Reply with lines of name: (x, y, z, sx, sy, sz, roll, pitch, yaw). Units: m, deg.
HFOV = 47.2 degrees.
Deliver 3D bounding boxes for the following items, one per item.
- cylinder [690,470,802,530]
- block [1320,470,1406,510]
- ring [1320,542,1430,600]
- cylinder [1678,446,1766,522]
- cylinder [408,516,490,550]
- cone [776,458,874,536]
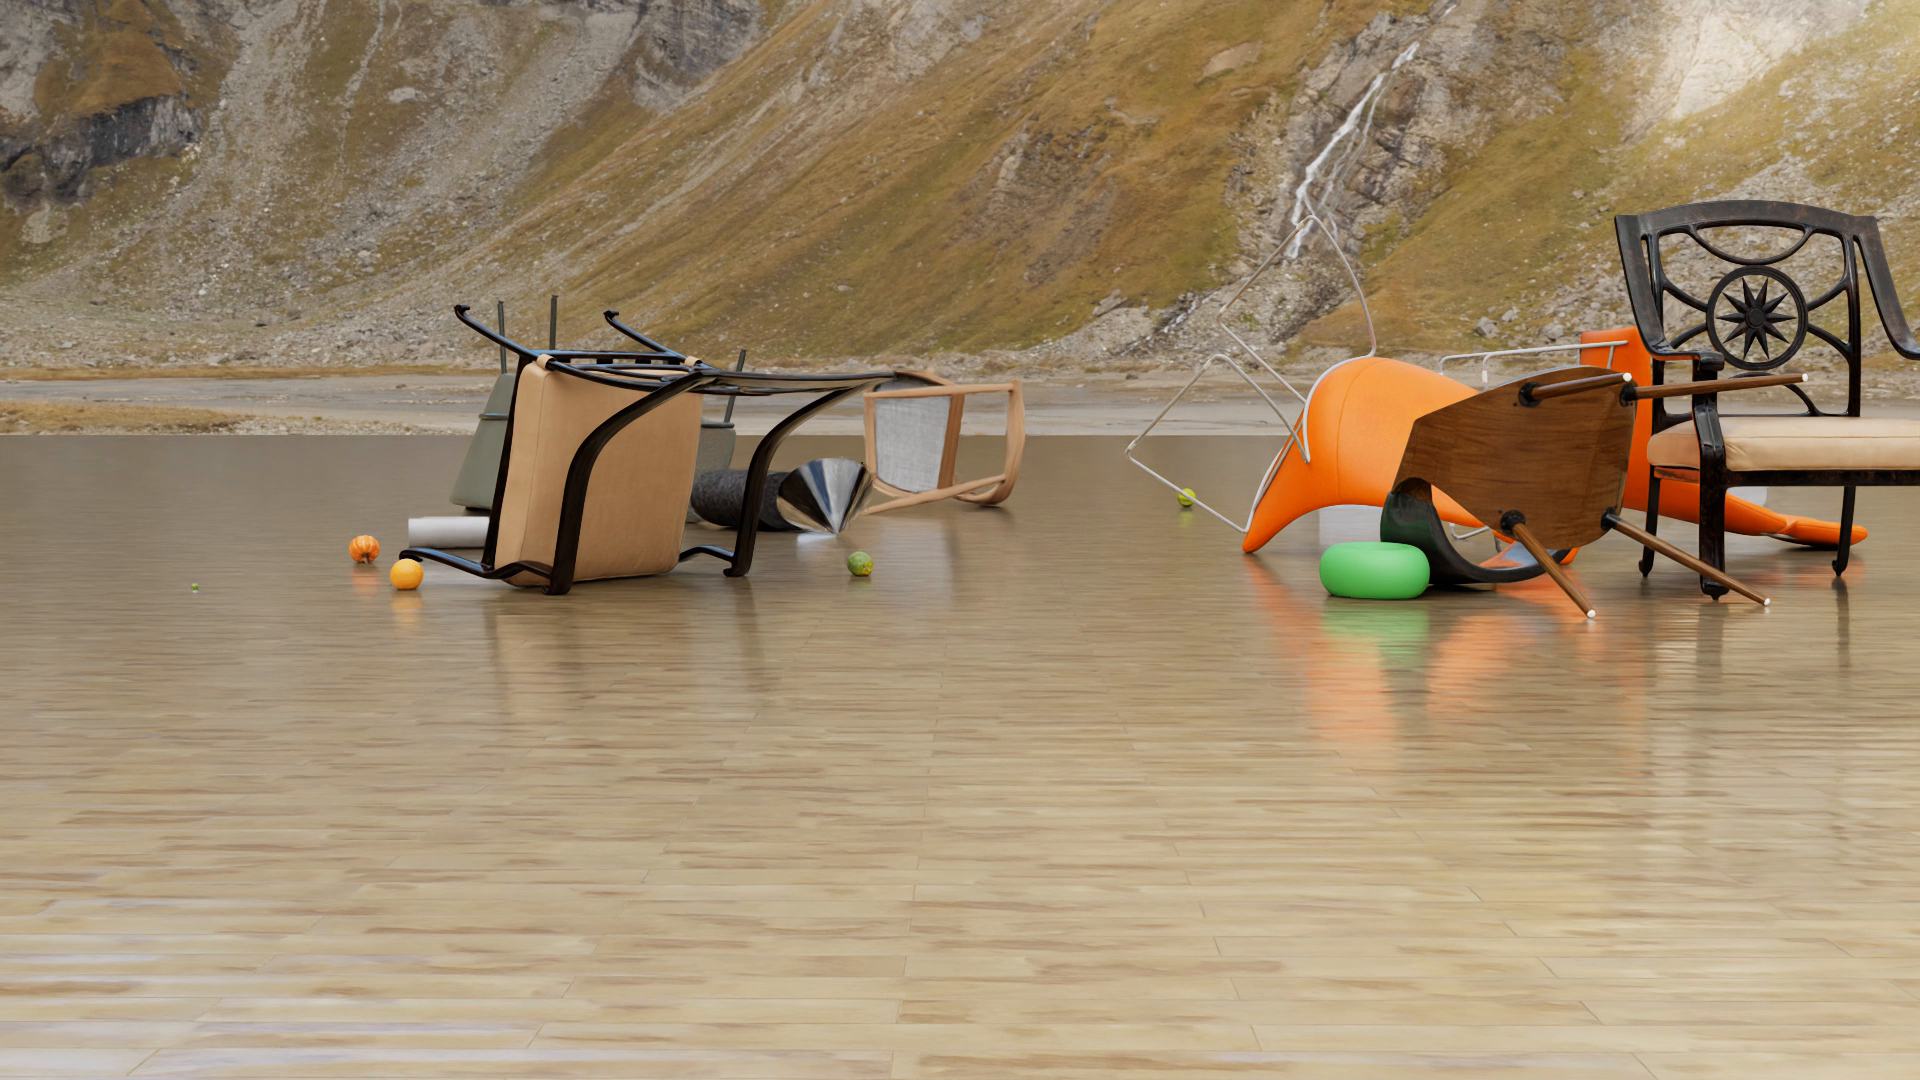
cylinder: (-0.650, -0.131, 7.077, 0.304, 0.186, 0.320, 4, 0, 44)
block: (1.532, -0.194, 8.366, 0.245, 0.139, 0.235, 3, 5, 34)
ring: (0.901, 0.067, 4.786, 0.220, 0.109, 0.282, -3, 6, -20)
cylinder: (2.605, -0.192, 7.517, 0.278, 0.228, 0.141, 39, 5, -1)
cylinder: (-1.437, -0.020, 6.183, 0.219, 0.085, 0.109, -1, -21, -15)
cone: (-0.401, -0.079, 6.831, 0.312, 0.267, 0.234, -15, 36, -4)
